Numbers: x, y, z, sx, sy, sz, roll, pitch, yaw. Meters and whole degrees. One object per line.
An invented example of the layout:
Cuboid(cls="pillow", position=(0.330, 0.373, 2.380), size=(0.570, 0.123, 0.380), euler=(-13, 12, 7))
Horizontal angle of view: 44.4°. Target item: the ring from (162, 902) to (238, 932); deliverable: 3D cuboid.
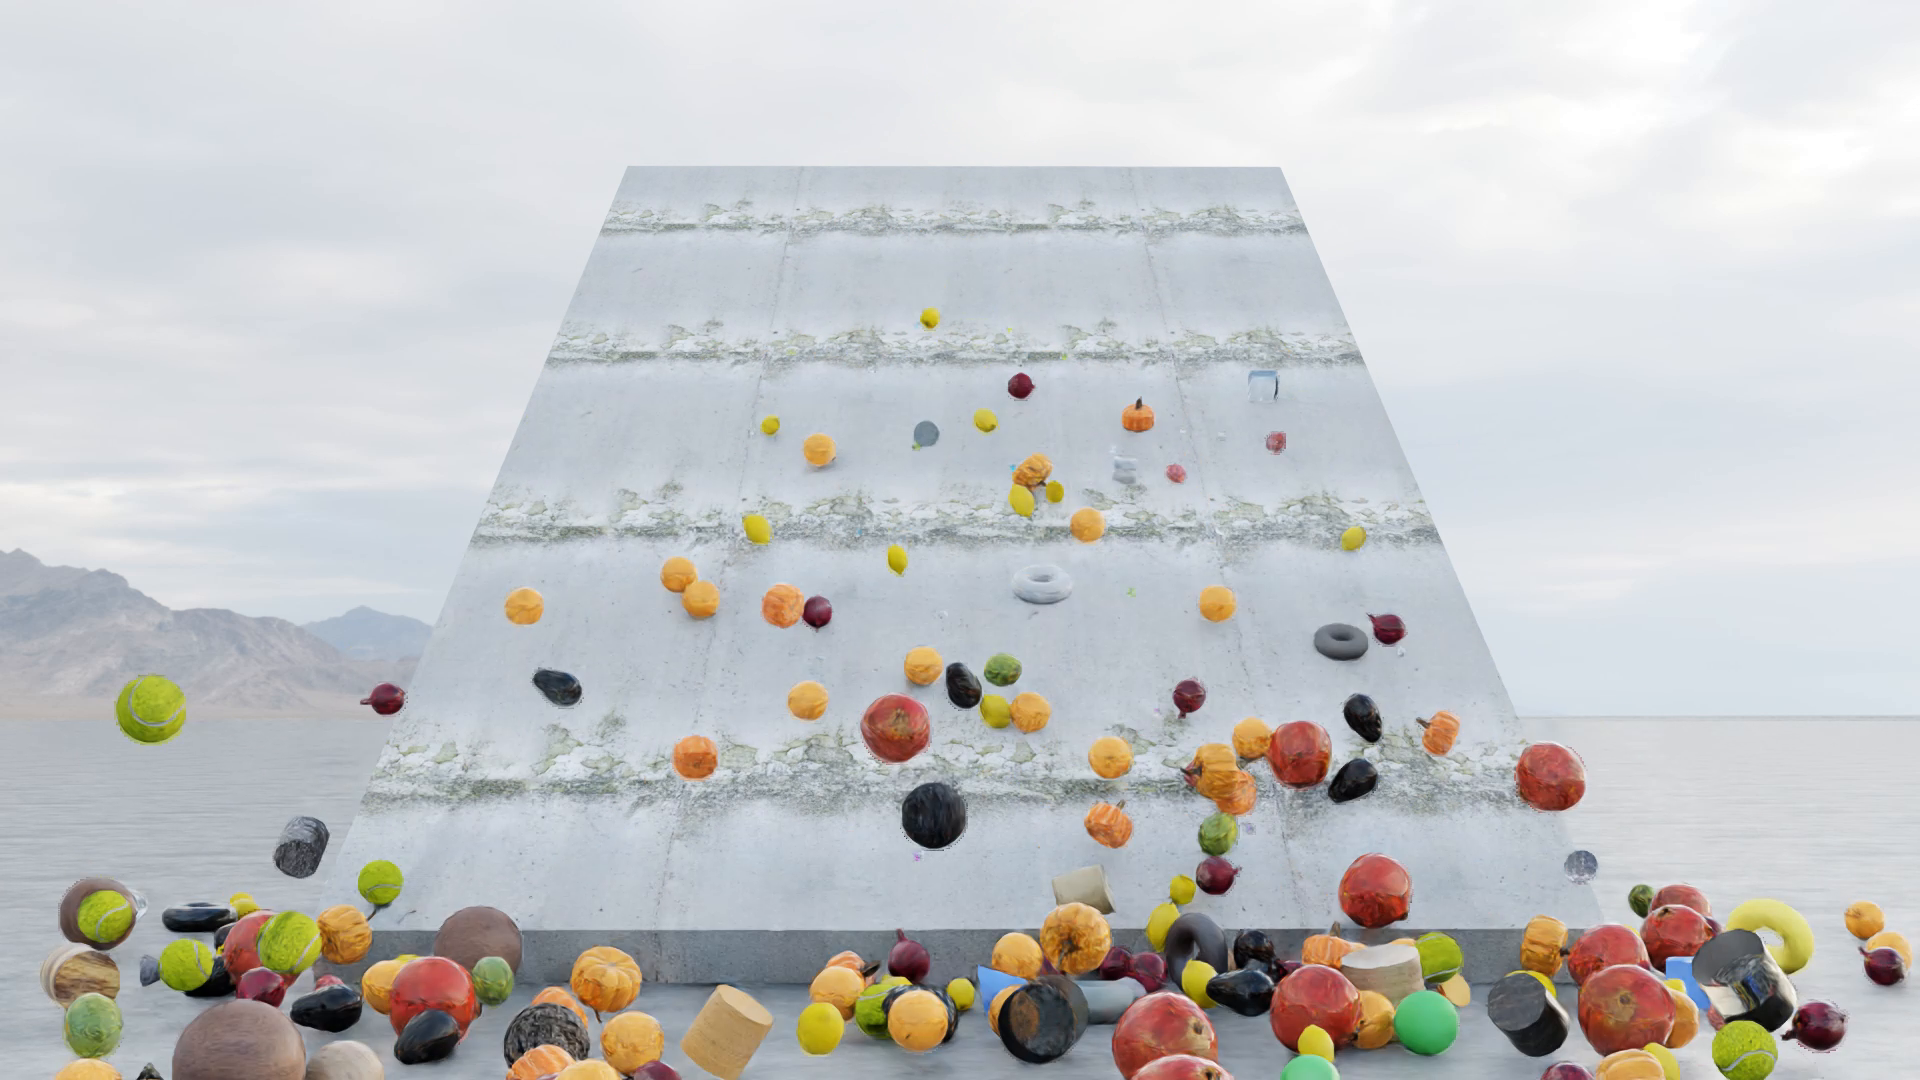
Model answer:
Cuboid(cls="ring", position=(-1.476, 0.732, 4.572), size=(0.143, 0.048, 0.143), euler=(2, -2, 0))

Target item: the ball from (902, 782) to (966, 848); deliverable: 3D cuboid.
Cuboid(cls="ball", position=(-0.036, 0.377, 3.223), size=(0.090, 0.090, 0.090), euler=(0, -4, 0))

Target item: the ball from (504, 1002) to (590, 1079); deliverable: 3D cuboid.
Cuboid(cls="ball", position=(-0.461, 0.564, 2.624), size=(0.095, 0.095, 0.095), euler=(0, -4, 0))

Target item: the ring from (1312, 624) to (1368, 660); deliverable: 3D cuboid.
Cuboid(cls="ring", position=(0.715, 0.190, 4.421), size=(0.104, 0.035, 0.104), euler=(1, 27, 0))

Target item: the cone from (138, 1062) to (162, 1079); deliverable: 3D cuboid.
Cuboid(cls="cone", position=(-0.779, 0.570, 2.315), size=(0.084, 0.084, 0.084), euler=(28, -8, -7))

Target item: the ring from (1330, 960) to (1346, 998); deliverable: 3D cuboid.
Cuboid(cls="ring", position=(0.599, 0.647, 3.481), size=(0.104, 0.035, 0.104), euler=(-5, 18, 2))

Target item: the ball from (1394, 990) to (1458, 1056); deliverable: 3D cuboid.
Cuboid(cls="ball", position=(0.571, 0.591, 2.883), size=(0.078, 0.078, 0.078), euler=(0, -4, 0))

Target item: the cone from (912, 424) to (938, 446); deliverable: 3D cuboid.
Cuboid(cls="cone", position=(-0.071, -0.237, 5.308), size=(0.059, 0.059, 0.059), euler=(-1, 9, 15))

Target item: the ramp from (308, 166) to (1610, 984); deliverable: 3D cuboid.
Cuboid(cls="ramp", position=(-0.010, -0.229, 5.436), size=(2.000, 0.100, 4.000), euler=(0, 26, 0))

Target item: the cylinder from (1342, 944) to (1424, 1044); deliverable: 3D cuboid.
Cuboid(cls="cylinder", position=(0.545, 0.581, 3.012), size=(0.099, 0.099, 0.099), euler=(-10, 5, 1))

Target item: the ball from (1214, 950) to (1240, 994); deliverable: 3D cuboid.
Cuboid(cls="ball", position=(0.379, 0.634, 3.476), size=(0.069, 0.069, 0.069), euler=(0, -4, 0))

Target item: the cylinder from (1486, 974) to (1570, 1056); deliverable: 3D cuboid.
Cuboid(cls="cylinder", position=(0.685, 0.573, 2.839), size=(0.075, 0.075, 0.075), euler=(-3, -36, 38))

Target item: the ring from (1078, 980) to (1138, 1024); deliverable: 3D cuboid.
Cuboid(cls="ring", position=(0.168, 0.631, 3.216), size=(0.149, 0.050, 0.149), euler=(-1, -5, 0))

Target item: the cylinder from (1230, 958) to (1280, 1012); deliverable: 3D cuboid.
Cuboid(cls="cylinder", position=(0.416, 0.625, 3.309), size=(0.053, 0.053, 0.053), euler=(25, -20, 10))

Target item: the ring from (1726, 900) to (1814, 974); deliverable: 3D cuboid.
Cuboid(cls="ring", position=(1.294, 0.635, 3.763), size=(0.137, 0.137, 0.046), euler=(-3, 24, 37))

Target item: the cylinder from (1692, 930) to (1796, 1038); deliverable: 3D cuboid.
Cuboid(cls="cylinder", position=(0.936, 0.529, 2.811), size=(0.090, 0.090, 0.090), euler=(-6, -51, 53))

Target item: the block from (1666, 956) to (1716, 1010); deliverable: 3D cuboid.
Cuboid(cls="block", position=(1.048, 0.634, 3.369), size=(0.066, 0.066, 0.066), euler=(-2, -5, 22))

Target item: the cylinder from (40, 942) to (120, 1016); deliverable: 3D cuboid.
Cuboid(cls="cylinder", position=(-1.213, 0.605, 3.247), size=(0.087, 0.087, 0.087), euler=(3, -2, -33))

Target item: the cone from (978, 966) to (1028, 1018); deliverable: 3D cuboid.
Cuboid(cls="cone", position=(0.065, 0.608, 3.207), size=(0.071, 0.071, 0.071), euler=(-11, -5, 2))

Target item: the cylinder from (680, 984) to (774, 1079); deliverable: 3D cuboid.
Cuboid(cls="cylinder", position=(-0.265, 0.561, 2.684), size=(0.077, 0.077, 0.077), euler=(33, 4, -2))

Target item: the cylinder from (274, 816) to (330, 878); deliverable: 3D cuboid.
Cuboid(cls="cylinder", position=(-1.110, 0.518, 3.971), size=(0.074, 0.074, 0.074), euler=(0, 28, 0))

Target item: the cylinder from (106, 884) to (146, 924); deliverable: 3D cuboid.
Cuboid(cls="cylinder", position=(-1.671, 0.733, 4.715), size=(0.066, 0.066, 0.066), euler=(1, 10, -11))

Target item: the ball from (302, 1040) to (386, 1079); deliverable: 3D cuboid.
Cuboid(cls="ball", position=(-0.632, 0.554, 2.411), size=(0.083, 0.083, 0.083), euler=(0, -4, 0))

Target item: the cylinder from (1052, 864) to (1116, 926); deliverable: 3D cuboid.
Cuboid(cls="cylinder", position=(0.187, 0.536, 3.560), size=(0.076, 0.076, 0.076), euler=(-18, -7, 8))

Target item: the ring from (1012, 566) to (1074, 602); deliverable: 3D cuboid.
Cuboid(cls="ring", position=(0.163, 0.086, 4.628), size=(0.121, 0.040, 0.121), euler=(-1, 25, 0))

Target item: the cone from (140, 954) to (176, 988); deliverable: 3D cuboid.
Cuboid(cls="cone", position=(-1.219, 0.657, 3.594), size=(0.051, 0.051, 0.051), euler=(-1, -4, -1))

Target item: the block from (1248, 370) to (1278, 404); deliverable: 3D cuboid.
Cuboid(cls="block", position=(0.710, -0.359, 5.524), size=(0.061, 0.061, 0.061), euler=(0, 26, 0))

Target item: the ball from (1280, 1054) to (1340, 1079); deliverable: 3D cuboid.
Cuboid(cls="ball", position=(0.364, 0.566, 2.445), size=(0.063, 0.063, 0.063), euler=(0, -4, 0))

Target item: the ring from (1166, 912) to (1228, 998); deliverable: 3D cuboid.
Cuboid(cls="ring", position=(0.343, 0.602, 3.418), size=(0.041, 0.122, 0.122), euler=(1, -4, -33))

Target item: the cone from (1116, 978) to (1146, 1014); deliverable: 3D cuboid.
Cuboid(cls="cone", position=(0.234, 0.648, 3.302), size=(0.054, 0.054, 0.054), euler=(0, -29, 1))
